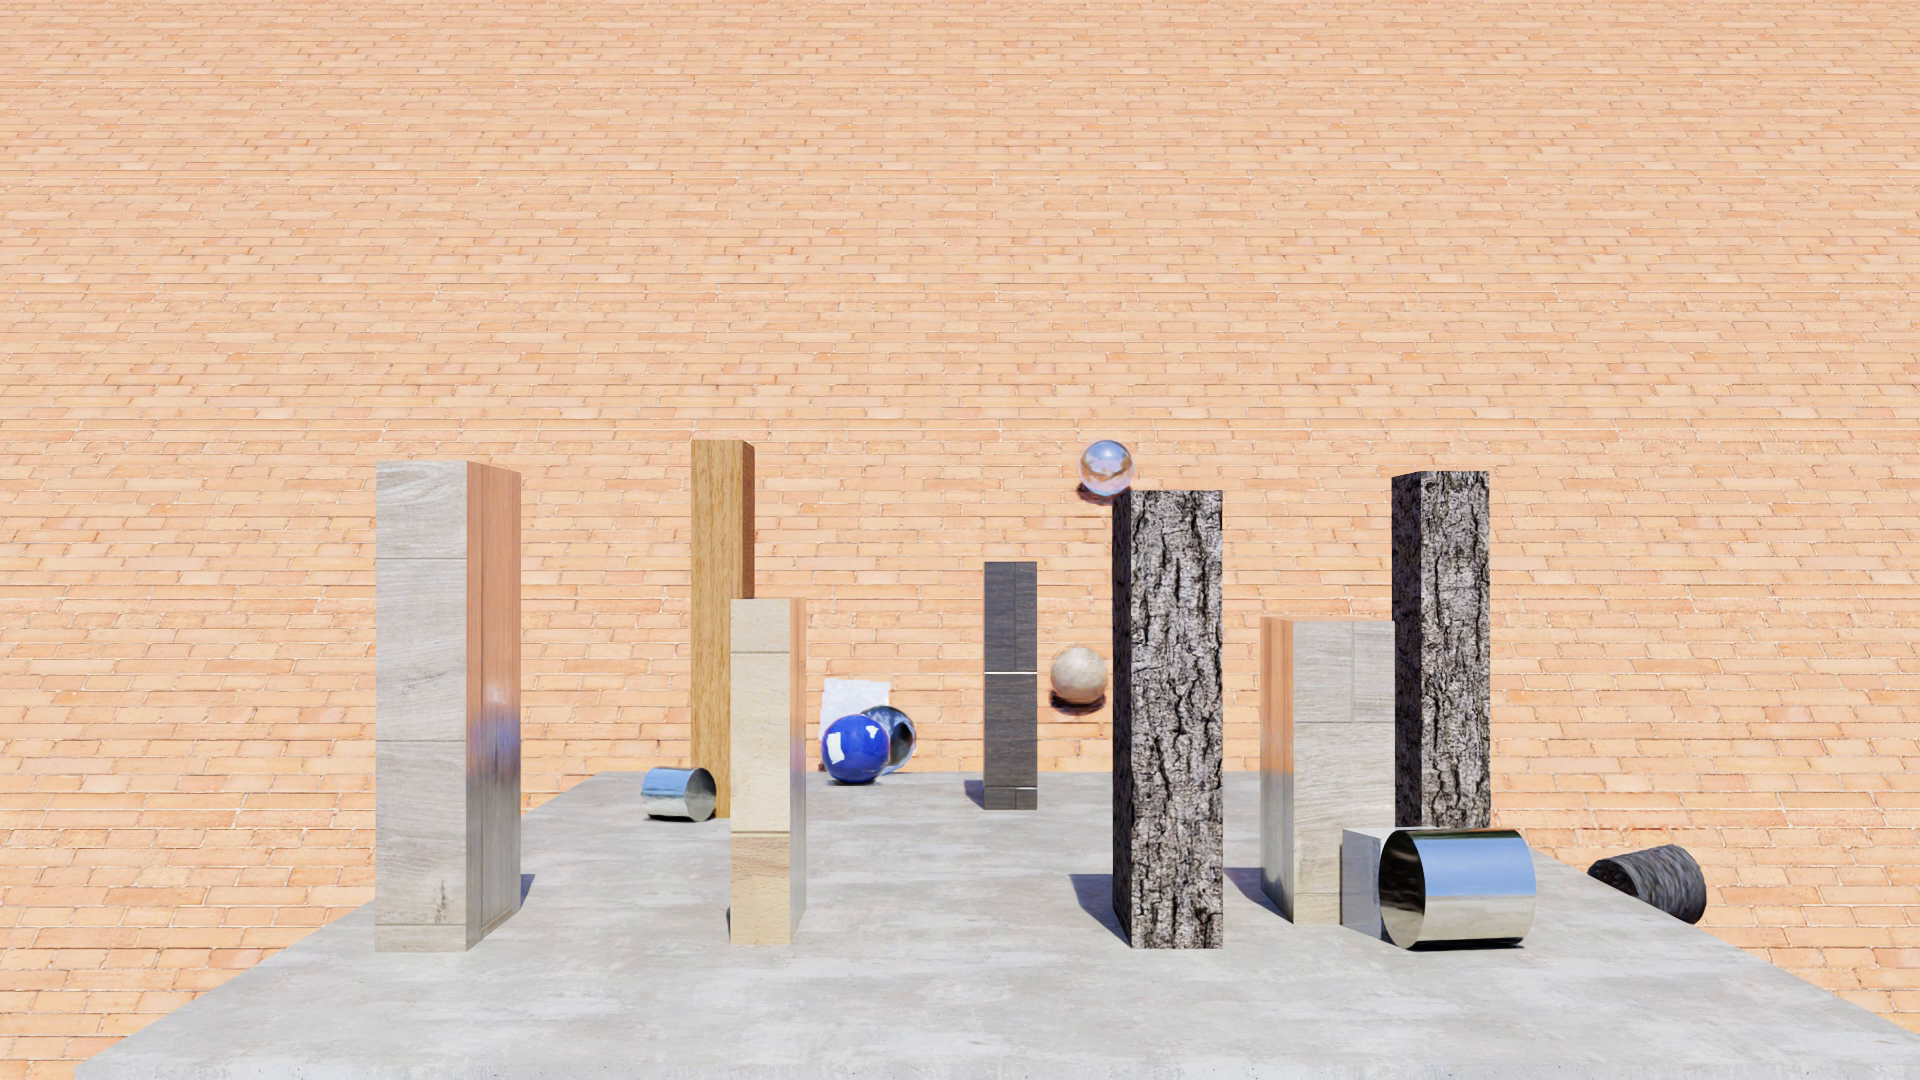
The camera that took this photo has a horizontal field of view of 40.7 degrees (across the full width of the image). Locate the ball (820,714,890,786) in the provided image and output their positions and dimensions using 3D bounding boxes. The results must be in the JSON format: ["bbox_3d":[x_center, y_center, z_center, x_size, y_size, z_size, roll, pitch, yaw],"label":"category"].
[{"bbox_3d":[-0.254,0.508,6.289,0.173,0.173,0.173,0,32,0],"label":"ball"}]

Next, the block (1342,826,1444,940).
[{"bbox_3d":[0.644,0.492,3.731,0.142,0.142,0.142,0,-1,-14],"label":"block"}]

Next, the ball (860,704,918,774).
[{"bbox_3d":[-0.197,0.509,6.628,0.176,0.176,0.176,0,32,0],"label":"ball"}]

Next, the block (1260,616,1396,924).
[{"bbox_3d":[0.564,0.344,4.015,0.149,0.445,0.422,0,-1,0],"label":"block"}]

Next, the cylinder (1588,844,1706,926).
[{"bbox_3d":[1.273,0.657,4.816,0.156,0.156,0.156,-8,32,-26],"label":"cylinder"}]

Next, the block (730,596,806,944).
[{"bbox_3d":[-0.278,0.325,3.796,0.082,0.480,0.385,0,-1,0],"label":"block"}]

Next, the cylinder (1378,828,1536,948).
[{"bbox_3d":[0.686,0.480,3.584,0.162,0.162,0.162,0,31,-14],"label":"cylinder"}]

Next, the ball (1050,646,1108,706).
[{"bbox_3d":[0.327,0.372,7.088,0.161,0.161,0.161,0,32,0],"label":"ball"}]

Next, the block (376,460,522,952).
[{"bbox_3d":[-0.735,0.229,3.752,0.123,0.670,0.441,0,-1,0],"label":"block"}]

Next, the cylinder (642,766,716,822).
[{"bbox_3d":[-0.585,0.528,5.392,0.111,0.111,0.111,0,28,30],"label":"cylinder"}]

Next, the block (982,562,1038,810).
[{"bbox_3d":[0.110,0.319,5.842,0.115,0.540,0.439,0,-1,0],"label":"block"}]

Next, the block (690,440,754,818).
[{"bbox_3d":[-0.512,0.189,5.615,0.108,0.795,0.332,0,-1,0],"label":"block"}]

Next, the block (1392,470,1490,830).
[{"bbox_3d":[0.829,0.229,4.480,0.115,0.686,0.298,0,-1,0],"label":"block"}]

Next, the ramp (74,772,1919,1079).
[{"bbox_3d":[0.071,0.625,4.715,2.000,0.100,4.000,0,-1,0],"label":"ramp"}]

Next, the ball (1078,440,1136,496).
[{"bbox_3d":[0.455,-0.225,8.033,0.175,0.175,0.175,0,32,0],"label":"ball"}]

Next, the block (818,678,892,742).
[{"bbox_3d":[-0.274,0.483,6.834,0.172,0.172,0.172,3,64,3],"label":"block"}]

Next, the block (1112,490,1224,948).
[{"bbox_3d":[0.298,0.249,3.780,0.126,0.630,0.439,0,-1,0],"label":"block"}]
